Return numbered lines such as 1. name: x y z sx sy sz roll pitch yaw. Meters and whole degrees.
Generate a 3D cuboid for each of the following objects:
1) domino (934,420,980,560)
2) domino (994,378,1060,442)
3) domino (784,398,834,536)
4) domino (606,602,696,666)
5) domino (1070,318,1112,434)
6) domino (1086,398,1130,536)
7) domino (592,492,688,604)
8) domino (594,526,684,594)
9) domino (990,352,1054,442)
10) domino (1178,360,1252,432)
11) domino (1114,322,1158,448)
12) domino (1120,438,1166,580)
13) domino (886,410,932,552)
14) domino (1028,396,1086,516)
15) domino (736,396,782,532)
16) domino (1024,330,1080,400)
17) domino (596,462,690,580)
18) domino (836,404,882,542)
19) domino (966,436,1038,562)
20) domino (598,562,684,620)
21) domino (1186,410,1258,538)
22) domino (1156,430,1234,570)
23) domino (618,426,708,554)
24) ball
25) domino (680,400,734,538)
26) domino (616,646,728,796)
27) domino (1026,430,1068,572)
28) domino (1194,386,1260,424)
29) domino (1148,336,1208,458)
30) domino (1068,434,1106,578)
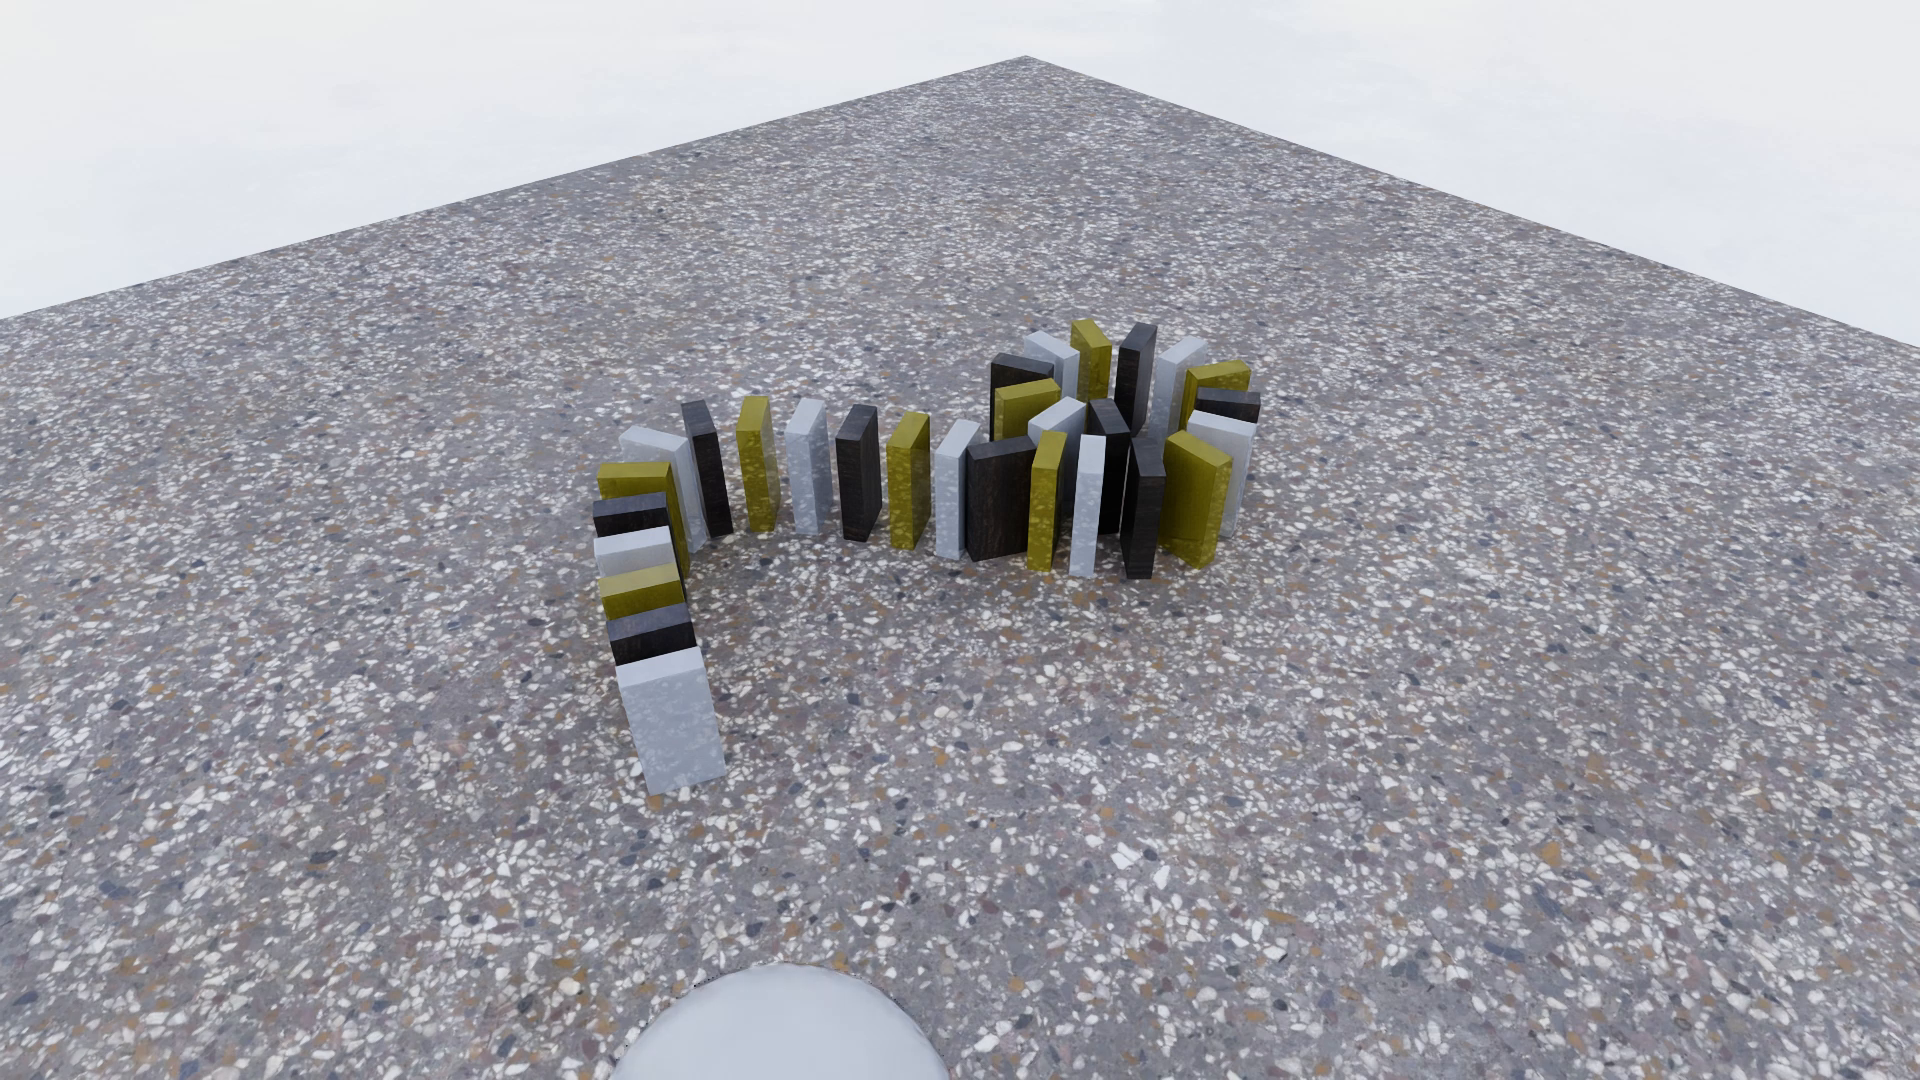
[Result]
1. domino: -0.001 -0.020 0.435 0.009 0.050 0.025 13 41 16
2. domino: 0.028 -0.042 0.463 0.025 0.050 0.010 -13 41 -15
3. domino: -0.061 -0.029 0.447 0.010 0.050 0.025 6 40 8
4. domino: -0.097 0.045 0.357 0.025 0.050 0.010 -14 41 -16
5. domino: 0.058 -0.072 0.499 0.010 0.050 0.025 -10 40 -12
6. domino: 0.059 -0.030 0.448 0.010 0.050 0.025 -7 40 -8
7. domino: -0.116 0.007 0.403 0.025 0.050 0.009 -9 40 -10
8. domino: -0.111 0.020 0.388 0.025 0.050 0.009 -11 41 -13
9. domino: 0.026 -0.055 0.479 0.025 0.050 0.010 15 42 18
10. domino: 0.108 -0.052 0.475 0.025 0.050 0.009 -12 41 -14
11. domino: 0.078 -0.070 0.497 0.009 0.050 0.025 17 42 19
12. domino: 0.070 -0.012 0.426 0.009 0.050 0.025 0 39 0
13. domino: -0.020 -0.023 0.440 0.009 0.050 0.025 10 40 12
14. domino: 0.038 -0.031 0.449 0.010 0.050 0.025 30 48 31
15. domino: -0.082 -0.031 0.449 0.010 0.050 0.025 0 39 0
16. domino: 0.040 -0.065 0.491 0.009 0.050 0.025 -28 47 -29
17. domino: -0.120 -0.006 0.419 0.025 0.050 0.010 -1 39 -2
18. domino: -0.040 -0.027 0.444 0.009 0.050 0.025 8 40 10
19. domino: 0.016 -0.016 0.430 0.025 0.050 0.009 -11 41 -14
20. domino: -0.104 0.032 0.372 0.025 0.050 0.010 -13 41 -15
21. domino: 0.102 -0.026 0.443 0.025 0.050 0.010 16 42 19
22. domino: 0.090 -0.015 0.430 0.009 0.050 0.025 -28 47 -30
23. domino: -0.117 -0.020 0.435 0.025 0.050 0.009 14 41 16
24. ball: -0.038 0.131 0.228 0.080 0.080 0.080 0 39 0
25. domino: -0.102 -0.029 0.446 0.010 0.050 0.025 -14 41 -16
26. domino: -0.089 0.057 0.342 0.025 0.050 0.009 -14 41 -16
27. domino: 0.034 -0.015 0.429 0.009 0.050 0.025 8 40 10
28. domino: 0.108 -0.039 0.459 0.025 0.050 0.009 7 40 8
29. domino: 0.096 -0.063 0.488 0.009 0.050 0.025 29 47 30
30. domino: 0.049 -0.013 0.427 0.009 0.050 0.025 5 40 6
